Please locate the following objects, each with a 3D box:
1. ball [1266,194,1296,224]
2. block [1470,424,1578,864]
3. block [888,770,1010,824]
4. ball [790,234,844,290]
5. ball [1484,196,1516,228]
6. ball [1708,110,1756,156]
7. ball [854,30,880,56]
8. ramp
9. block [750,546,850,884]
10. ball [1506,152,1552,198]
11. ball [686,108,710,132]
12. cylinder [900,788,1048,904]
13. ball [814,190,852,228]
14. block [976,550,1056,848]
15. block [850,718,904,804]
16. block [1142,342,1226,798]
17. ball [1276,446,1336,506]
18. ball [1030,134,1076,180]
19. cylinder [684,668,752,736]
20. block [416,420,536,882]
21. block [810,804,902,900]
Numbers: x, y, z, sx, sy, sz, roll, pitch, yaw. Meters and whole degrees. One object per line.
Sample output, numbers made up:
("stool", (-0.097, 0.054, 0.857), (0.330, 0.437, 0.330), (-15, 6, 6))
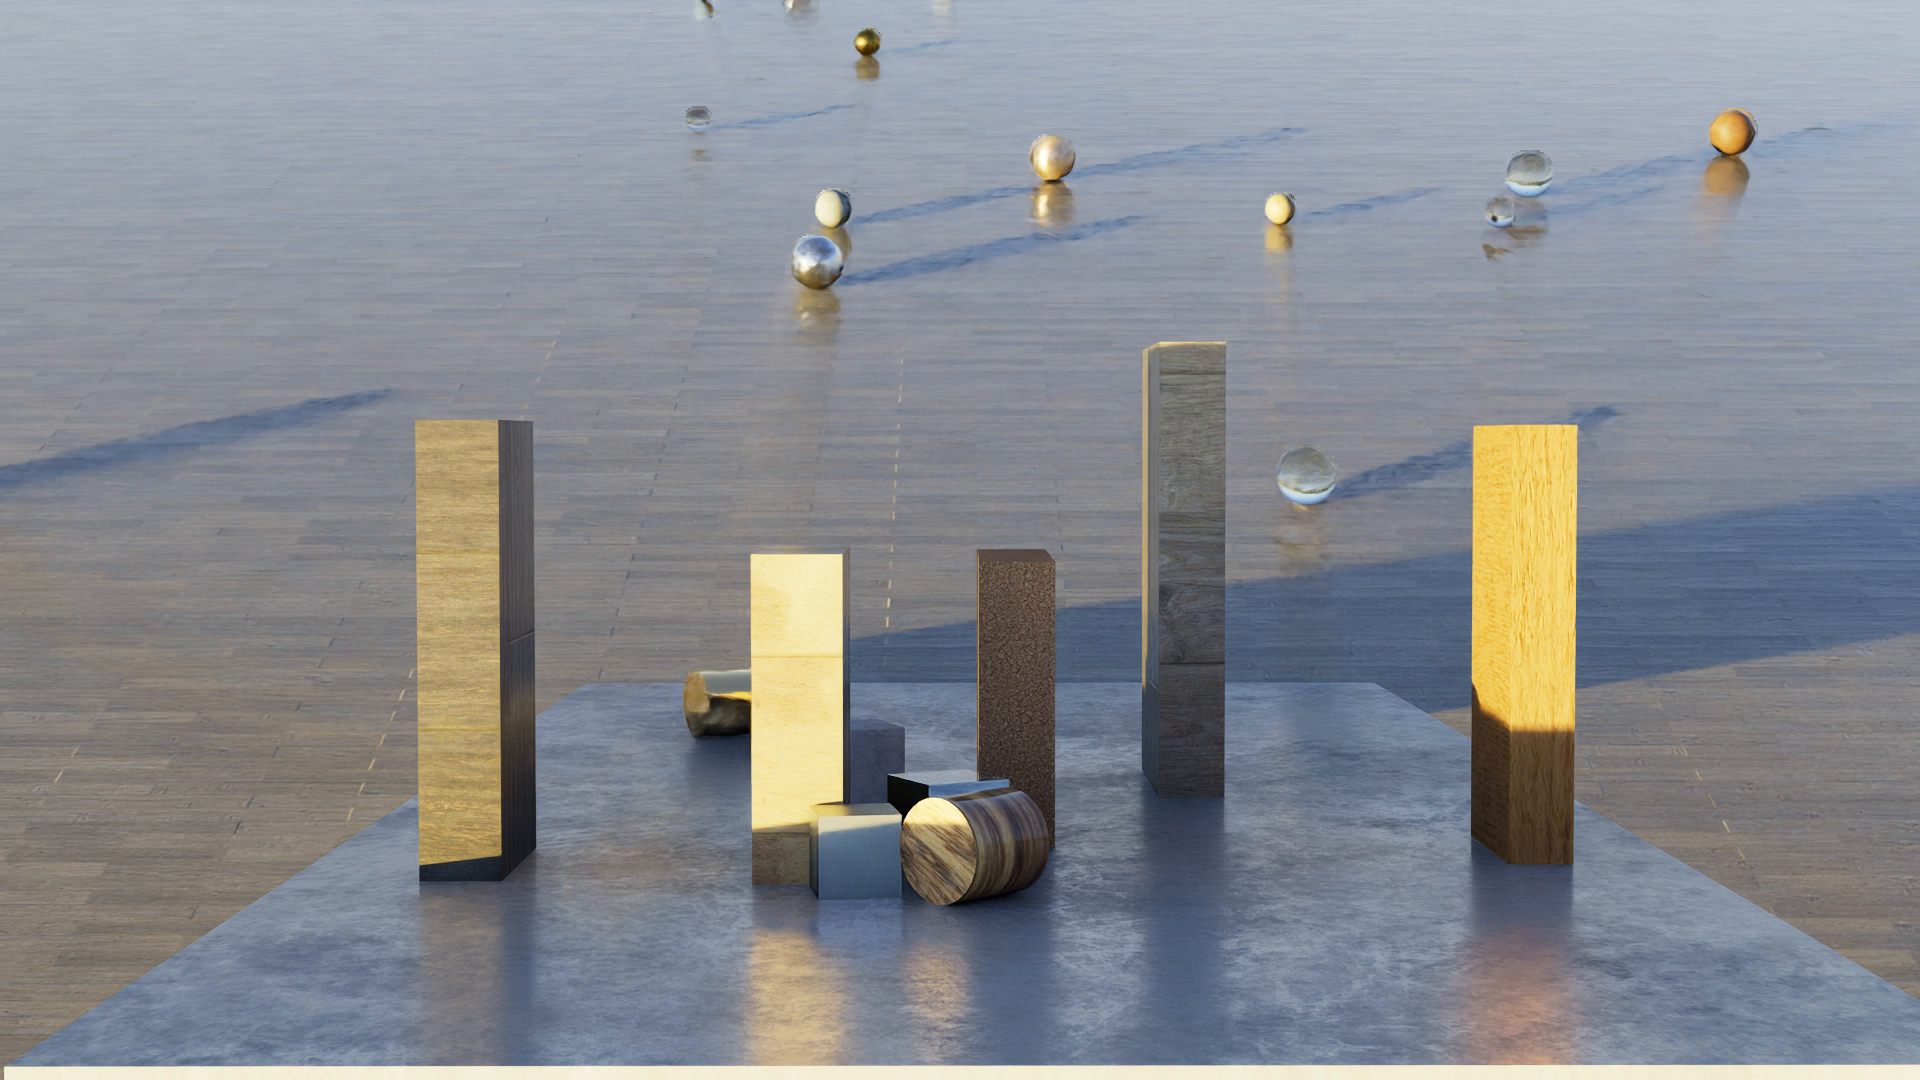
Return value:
("ball", (1.315, -1.358, 10.556), (0.124, 0.124, 0.124), (0, 24, 0))
("block", (0.845, 0.147, 3.871), (0.094, 0.638, 0.277), (0, 2, 0))
("block", (-0.017, 0.408, 3.725), (0.130, 0.130, 0.130), (-1, 3, -28))
("ball", (-0.542, -1.054, 9.761), (0.204, 0.204, 0.204), (0, 24, 0))
("ball", (2.203, -1.339, 10.510), (0.127, 0.127, 0.127), (0, 24, 0))
("ball", (3.457, -1.825, 11.532), (0.200, 0.200, 0.200), (0, 24, 0))
("ball", (-0.480, -2.576, 13.334), (0.135, 0.135, 0.135), (0, 24, 0))
("ramp", (0.054, 0.491, 4.542), (2.000, 0.100, 4.000), (0, 2, 0))
("block", (-0.226, 0.244, 3.697), (0.126, 0.459, 0.262), (0, 2, 0))
("ball", (2.408, -1.547, 10.902), (0.195, 0.195, 0.195), (0, 24, 0))
("ball", (-1.210, -1.944, 11.915), (0.113, 0.113, 0.113), (0, 24, 0))
("cylinder", (0.019, 0.412, 3.472), (0.143, 0.143, 0.143), (22, 17, 41))
("ball", (-0.517, -1.352, 10.513), (0.150, 0.150, 0.150), (0, 24, 0))
("block", (0.086, 0.241, 4.104), (0.114, 0.434, 0.449), (0, 2, 0))
("block", (-0.184, 0.379, 4.252), (0.147, 0.147, 0.147), (-1, 2, -19))
("block", (0.398, 0.045, 4.619), (0.114, 0.784, 0.399), (0, 2, 0))
("ball", (1.052, -0.195, 7.824), (0.181, 0.181, 0.181), (0, 24, 0))
("ball", (0.401, -1.656, 11.151), (0.195, 0.195, 0.195), (0, 24, 0))
("cylinder", (-0.486, 0.339, 5.371), (0.138, 0.138, 0.138), (-1, 21, -28))
("block", (-0.700, 0.150, 3.740), (0.115, 0.645, 0.297), (0, 2, 0))
("block", (-0.144, 0.425, 3.519), (0.112, 0.112, 0.112), (0, 2, -10))
